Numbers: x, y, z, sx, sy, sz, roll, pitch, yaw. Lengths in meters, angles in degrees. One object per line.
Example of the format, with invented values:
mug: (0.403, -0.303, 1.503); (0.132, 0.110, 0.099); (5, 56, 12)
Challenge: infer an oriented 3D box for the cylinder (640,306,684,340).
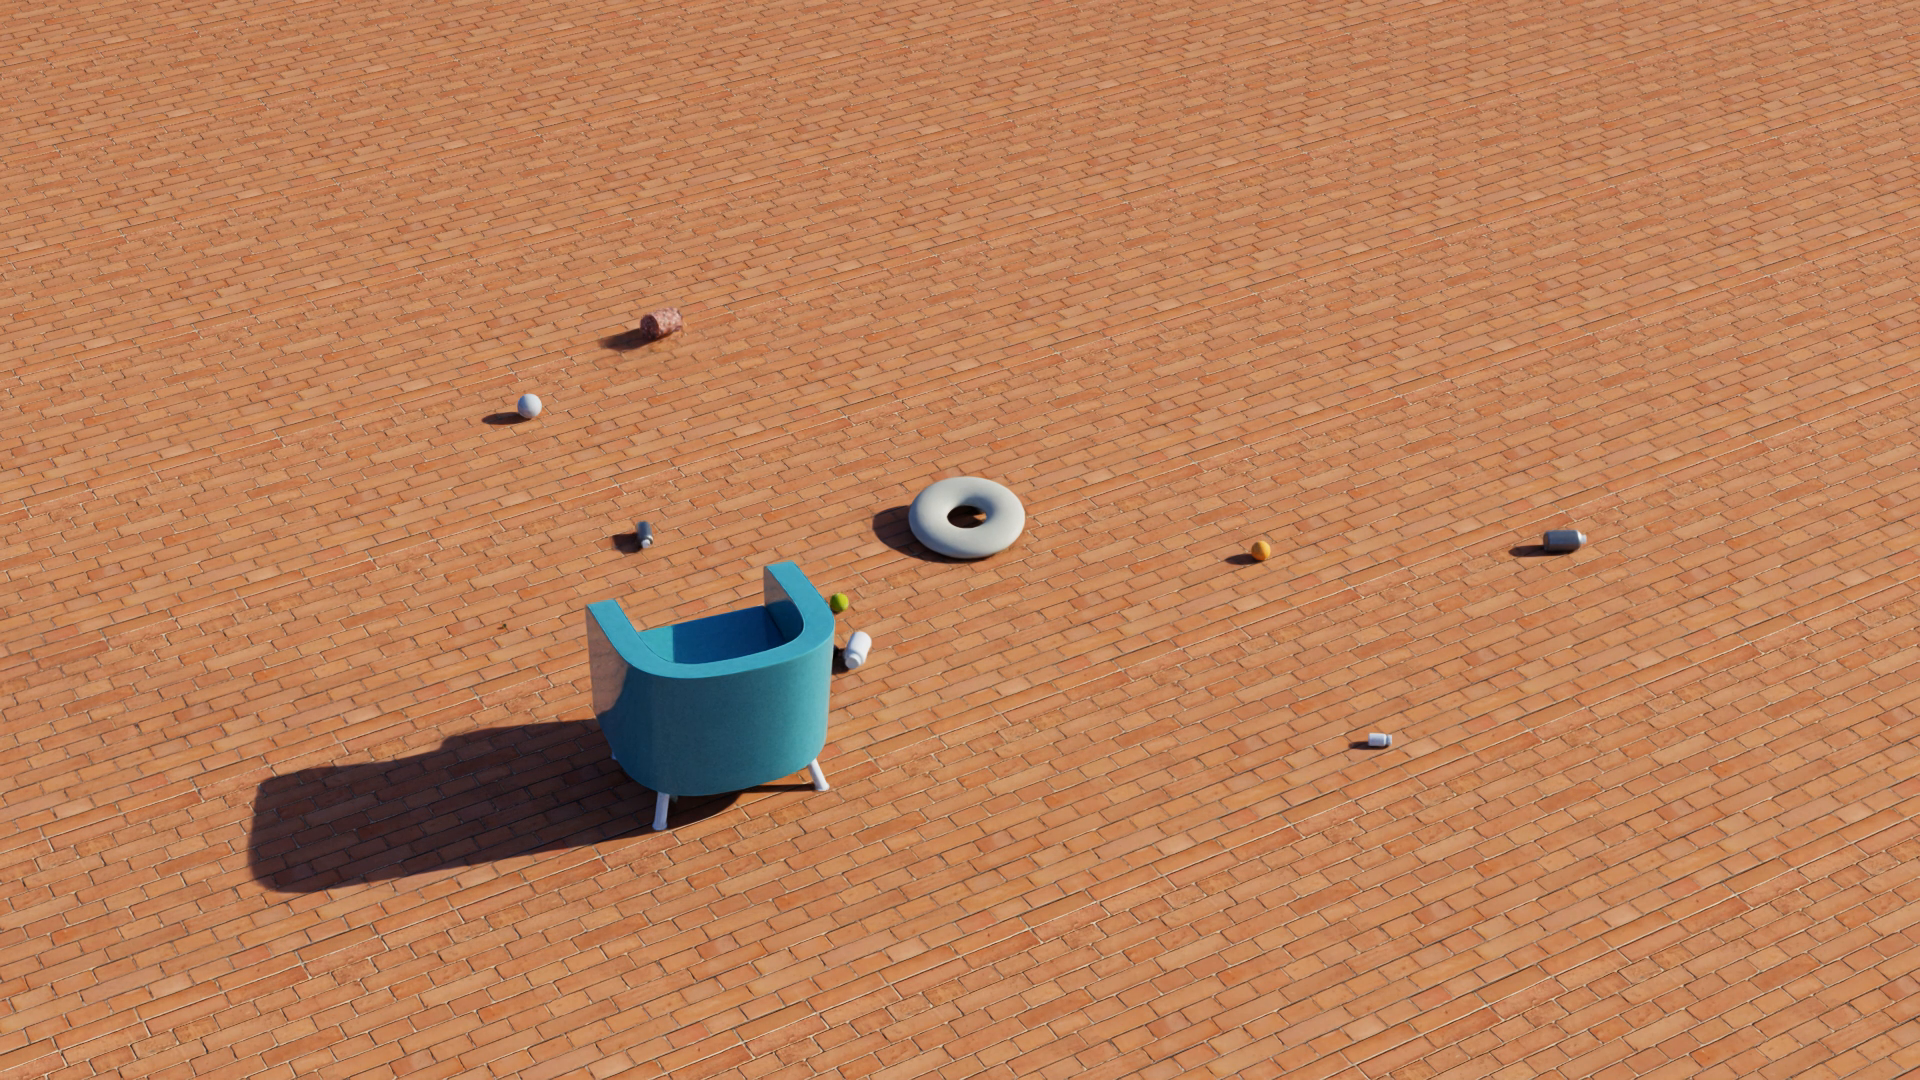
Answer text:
cylinder: (-1.241, -0.902, 12.200); (0.117, 0.104, 0.167); (-24, 8, -32)

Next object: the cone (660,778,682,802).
cone: (-0.942, 0.836, 9.652); (0.073, 0.055, 0.086); (-4, 51, -20)

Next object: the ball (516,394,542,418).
ball: (-1.713, -0.533, 11.664); (0.099, 0.099, 0.099); (0, 33, 0)

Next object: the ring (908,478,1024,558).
ring: (0.024, -0.086, 10.958); (0.451, 0.073, 0.417); (26, 52, 29)
